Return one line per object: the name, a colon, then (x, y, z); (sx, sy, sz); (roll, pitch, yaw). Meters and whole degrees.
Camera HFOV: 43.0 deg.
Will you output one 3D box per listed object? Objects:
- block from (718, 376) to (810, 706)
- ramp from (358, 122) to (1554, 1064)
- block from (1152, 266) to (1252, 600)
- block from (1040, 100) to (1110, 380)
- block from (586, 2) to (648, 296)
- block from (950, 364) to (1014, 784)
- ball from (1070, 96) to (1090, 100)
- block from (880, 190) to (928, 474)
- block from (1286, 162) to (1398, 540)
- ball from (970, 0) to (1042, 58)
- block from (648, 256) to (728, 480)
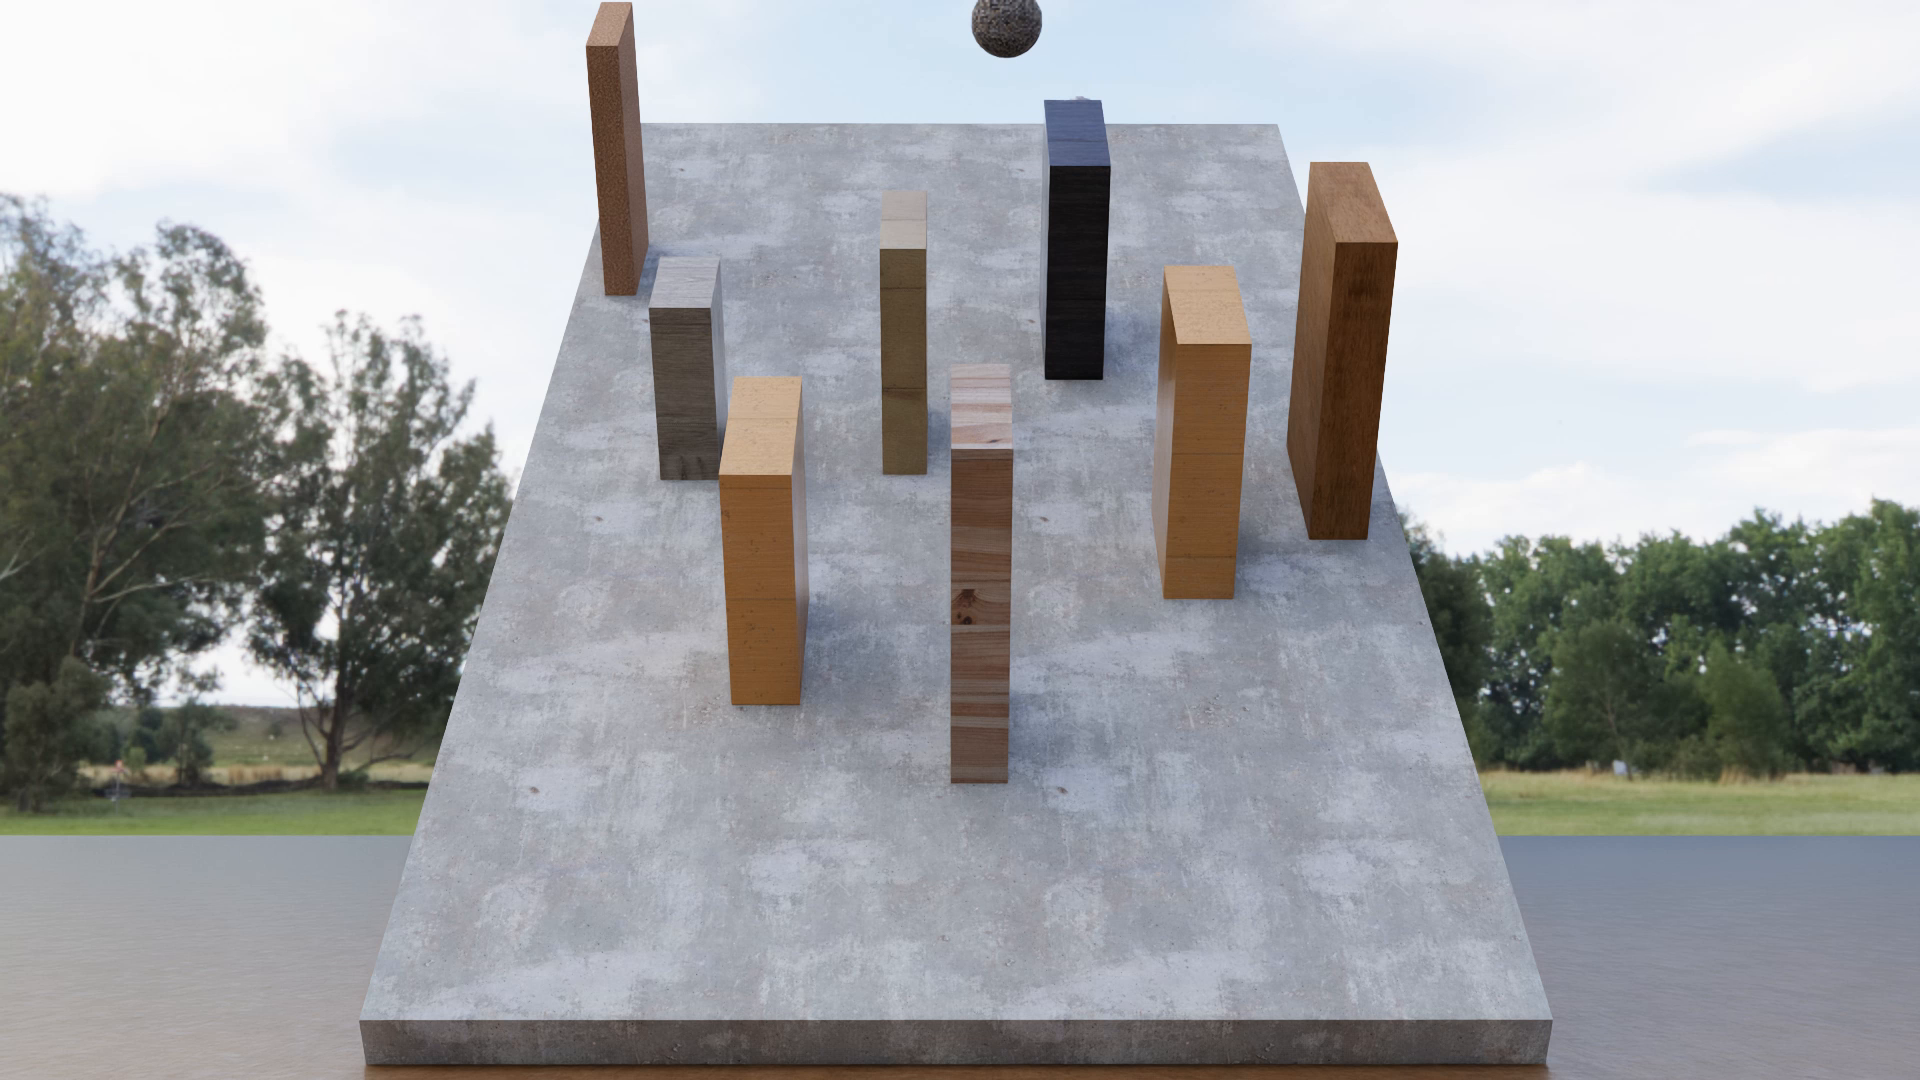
block: (-0.387, 0.000, 4.887); (0.136, 0.529, 0.398); (0, 31, 0)
ramp: (-0.014, -0.196, 5.813); (2.000, 0.100, 4.000); (0, 31, 0)
block: (0.508, -0.229, 5.192); (0.149, 0.608, 0.368); (0, 31, 0)
block: (0.282, -0.751, 6.081); (0.145, 0.570, 0.425); (0, 31, 0)
block: (-0.898, -1.027, 6.411); (0.082, 0.689, 0.330); (0, 31, 0)
block: (0.037, 0.068, 4.586); (0.109, 0.729, 0.323); (0, 31, 0)
ball: (0.370, -1.310, 7.553); (0.126, 0.126, 0.126); (0, -7, 0)
block: (-0.127, -0.478, 5.630); (0.102, 0.571, 0.319); (0, 31, 0)
block: (0.838, -0.419, 5.398); (0.129, 0.719, 0.428); (0, 31, 0)
ball: (0.136, -1.511, 7.103); (0.209, 0.209, 0.209); (0, -7, 0)
block: (-0.622, -0.396, 5.617); (0.137, 0.440, 0.267); (0, 31, 0)
